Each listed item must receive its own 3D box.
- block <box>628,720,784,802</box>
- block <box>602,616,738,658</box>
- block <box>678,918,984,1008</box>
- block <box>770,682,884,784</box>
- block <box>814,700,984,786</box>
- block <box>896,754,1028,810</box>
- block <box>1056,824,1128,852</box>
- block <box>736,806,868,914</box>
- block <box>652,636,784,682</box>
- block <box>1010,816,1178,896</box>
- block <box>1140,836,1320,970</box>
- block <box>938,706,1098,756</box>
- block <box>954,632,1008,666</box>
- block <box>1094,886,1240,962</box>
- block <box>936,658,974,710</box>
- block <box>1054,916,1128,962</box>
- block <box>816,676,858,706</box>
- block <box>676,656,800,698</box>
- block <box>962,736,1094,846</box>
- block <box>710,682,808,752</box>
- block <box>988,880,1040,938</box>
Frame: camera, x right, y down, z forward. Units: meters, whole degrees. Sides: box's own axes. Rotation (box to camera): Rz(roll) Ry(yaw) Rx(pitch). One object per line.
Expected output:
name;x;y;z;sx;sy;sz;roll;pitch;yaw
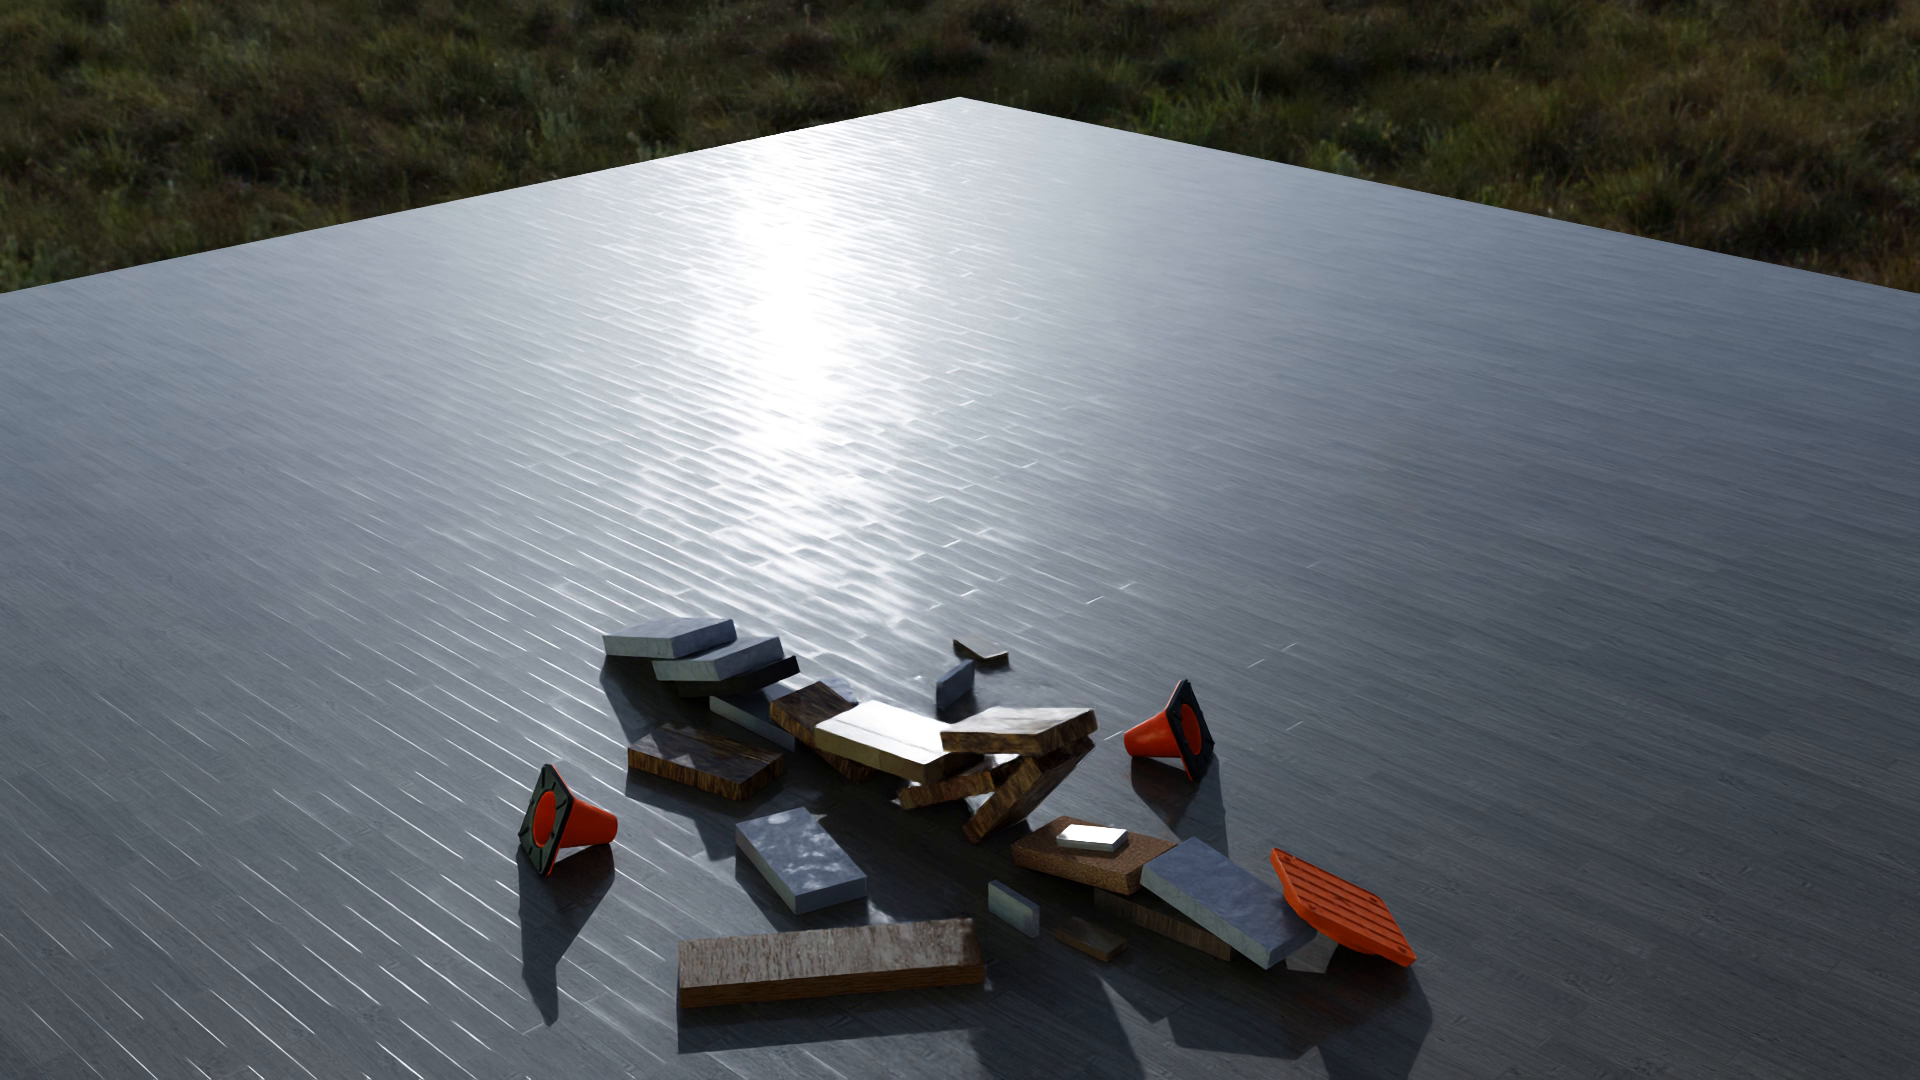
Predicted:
block;-0.535;0.462;4.619;0.296;0.042;0.148;13;26;29
block;-0.668;0.222;5.039;0.166;0.047;0.331;-17;9;-35
block;-0.233;0.754;3.931;0.534;0.042;0.148;-3;23;-8
block;-0.260;0.407;4.679;0.141;0.040;0.282;-21;42;-41
block;-0.128;0.414;4.521;0.331;0.047;0.166;13;26;43
block;0.022;0.476;4.405;0.149;0.042;0.299;-22;2;-41
block;0.253;0.571;4.210;0.122;0.017;0.061;1;19;32
block;-0.310;0.617;4.252;0.148;0.042;0.296;-11;26;-25
block;-0.542;0.265;4.906;0.166;0.047;0.331;-20;8;-31
block;0.257;0.601;4.210;0.149;0.042;0.299;-23;21;-40
block;0.492;0.660;4.019;0.299;0.042;0.149;31;36;34
block;0.110;0.368;4.247;0.149;0.042;0.299;-20;10;-37
block;0.048;0.254;5.138;0.067;0.019;0.133;-14;27;-30
block;0.415;0.683;4.098;0.299;0.042;0.149;17;28;35
block;-0.012;0.322;4.918;0.019;0.067;0.133;13;26;28
block;0.238;0.729;4.021;0.122;0.017;0.061;19;29;37
block;-0.275;0.345;4.922;0.067;0.019;0.133;-6;24;-13
block;-0.493;0.302;4.854;0.141;0.040;0.282;-21;8;-38
block;0.131;0.483;4.286;0.149;0.299;0.042;-22;70;-40
block;-0.404;0.377;4.820;0.282;0.040;0.141;21;31;40
block;0.099;0.683;4.073;0.017;0.061;0.122;-18;29;-37
